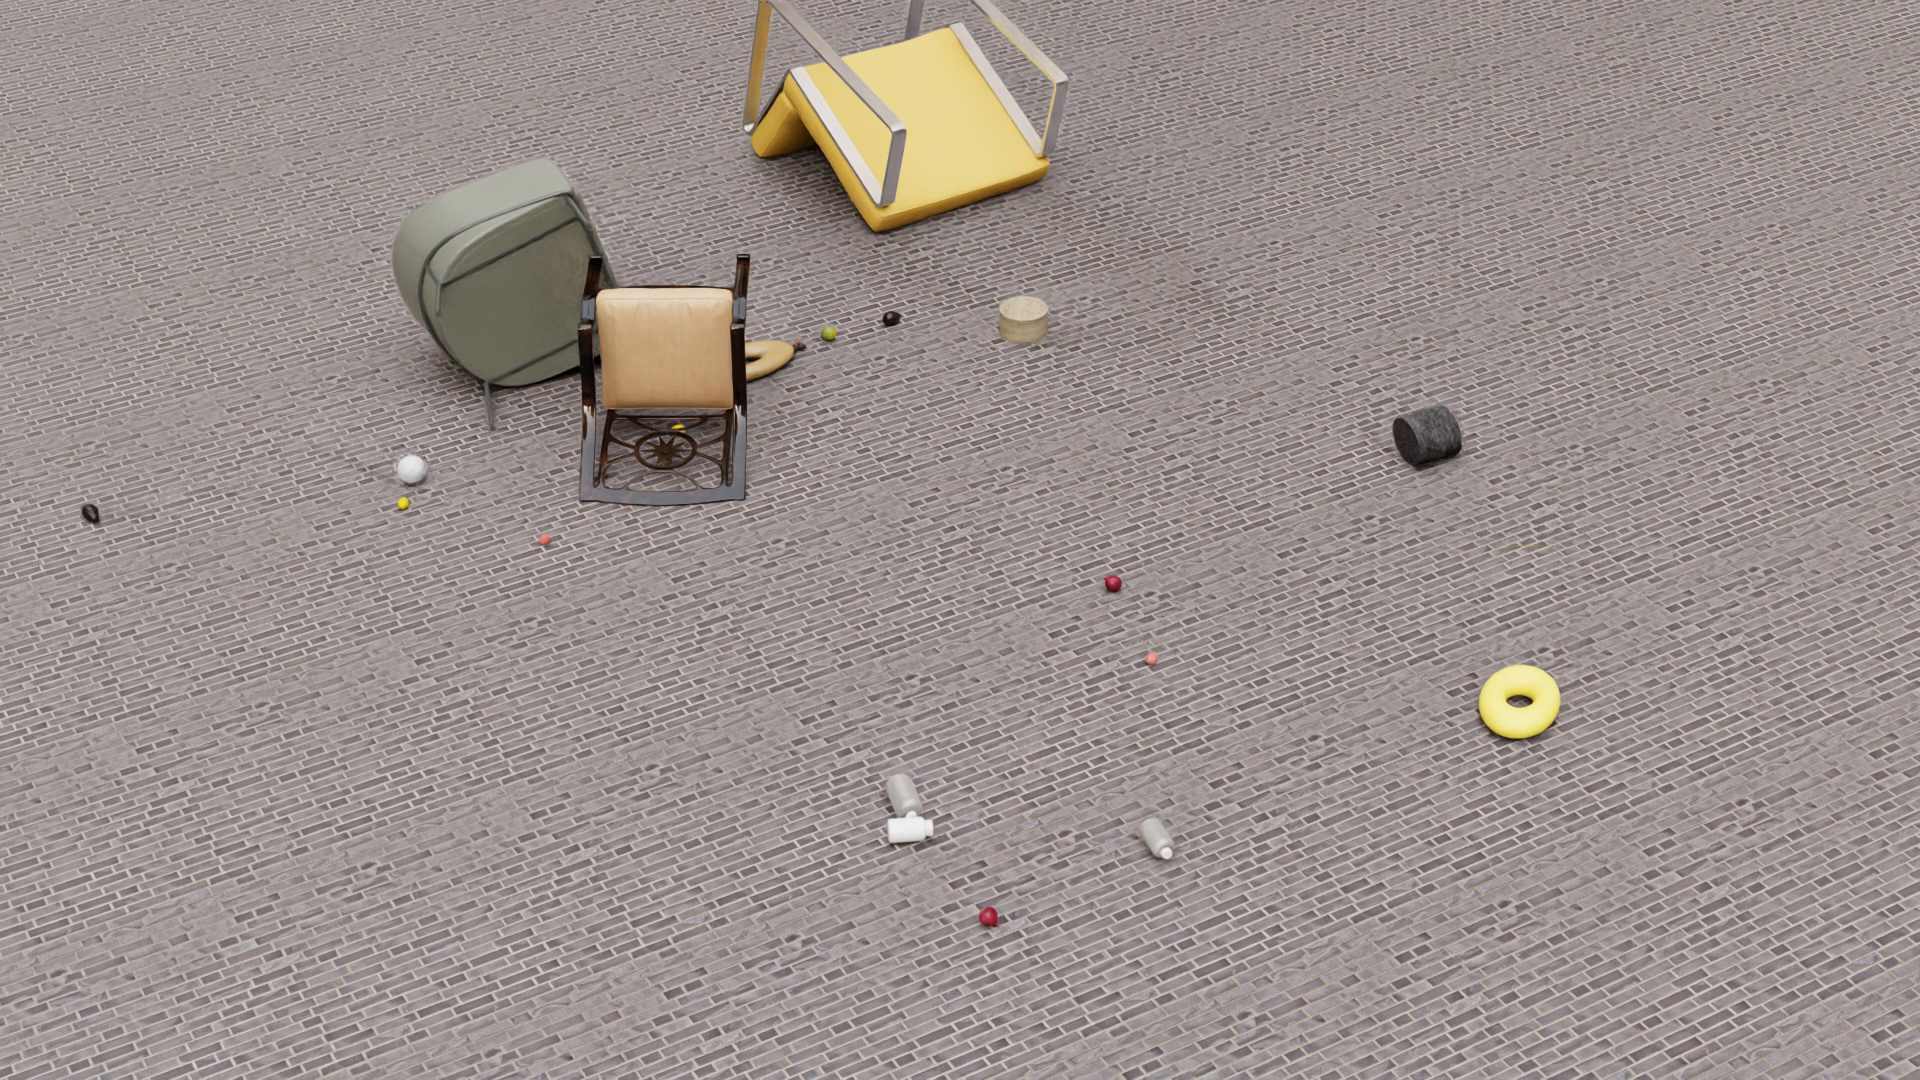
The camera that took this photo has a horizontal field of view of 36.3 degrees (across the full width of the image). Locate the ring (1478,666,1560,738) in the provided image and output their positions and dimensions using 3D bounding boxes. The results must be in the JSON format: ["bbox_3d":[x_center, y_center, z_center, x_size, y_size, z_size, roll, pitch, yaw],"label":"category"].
[{"bbox_3d":[1.913,0.552,10.024,0.271,0.092,0.379,10,35,17],"label":"ring"}]

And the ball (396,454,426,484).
[{"bbox_3d":[-2.104,-0.271,11.254,0.112,0.112,0.112,0,33,0],"label":"ball"}]

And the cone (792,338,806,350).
[{"bbox_3d":[-0.679,-0.800,12.129,0.058,0.087,0.056,43,88,13],"label":"cone"}]

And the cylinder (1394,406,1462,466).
[{"bbox_3d":[1.818,-0.405,11.402,0.198,0.155,0.201,-16,74,-23],"label":"cylinder"}]

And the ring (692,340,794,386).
[{"bbox_3d":[-0.885,-0.724,11.987,0.473,0.064,0.237,-21,40,-29],"label":"ring"}]

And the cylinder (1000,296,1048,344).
[{"bbox_3d":[0.266,-0.919,12.239,0.201,0.109,0.210,7,34,11],"label":"cylinder"}]
